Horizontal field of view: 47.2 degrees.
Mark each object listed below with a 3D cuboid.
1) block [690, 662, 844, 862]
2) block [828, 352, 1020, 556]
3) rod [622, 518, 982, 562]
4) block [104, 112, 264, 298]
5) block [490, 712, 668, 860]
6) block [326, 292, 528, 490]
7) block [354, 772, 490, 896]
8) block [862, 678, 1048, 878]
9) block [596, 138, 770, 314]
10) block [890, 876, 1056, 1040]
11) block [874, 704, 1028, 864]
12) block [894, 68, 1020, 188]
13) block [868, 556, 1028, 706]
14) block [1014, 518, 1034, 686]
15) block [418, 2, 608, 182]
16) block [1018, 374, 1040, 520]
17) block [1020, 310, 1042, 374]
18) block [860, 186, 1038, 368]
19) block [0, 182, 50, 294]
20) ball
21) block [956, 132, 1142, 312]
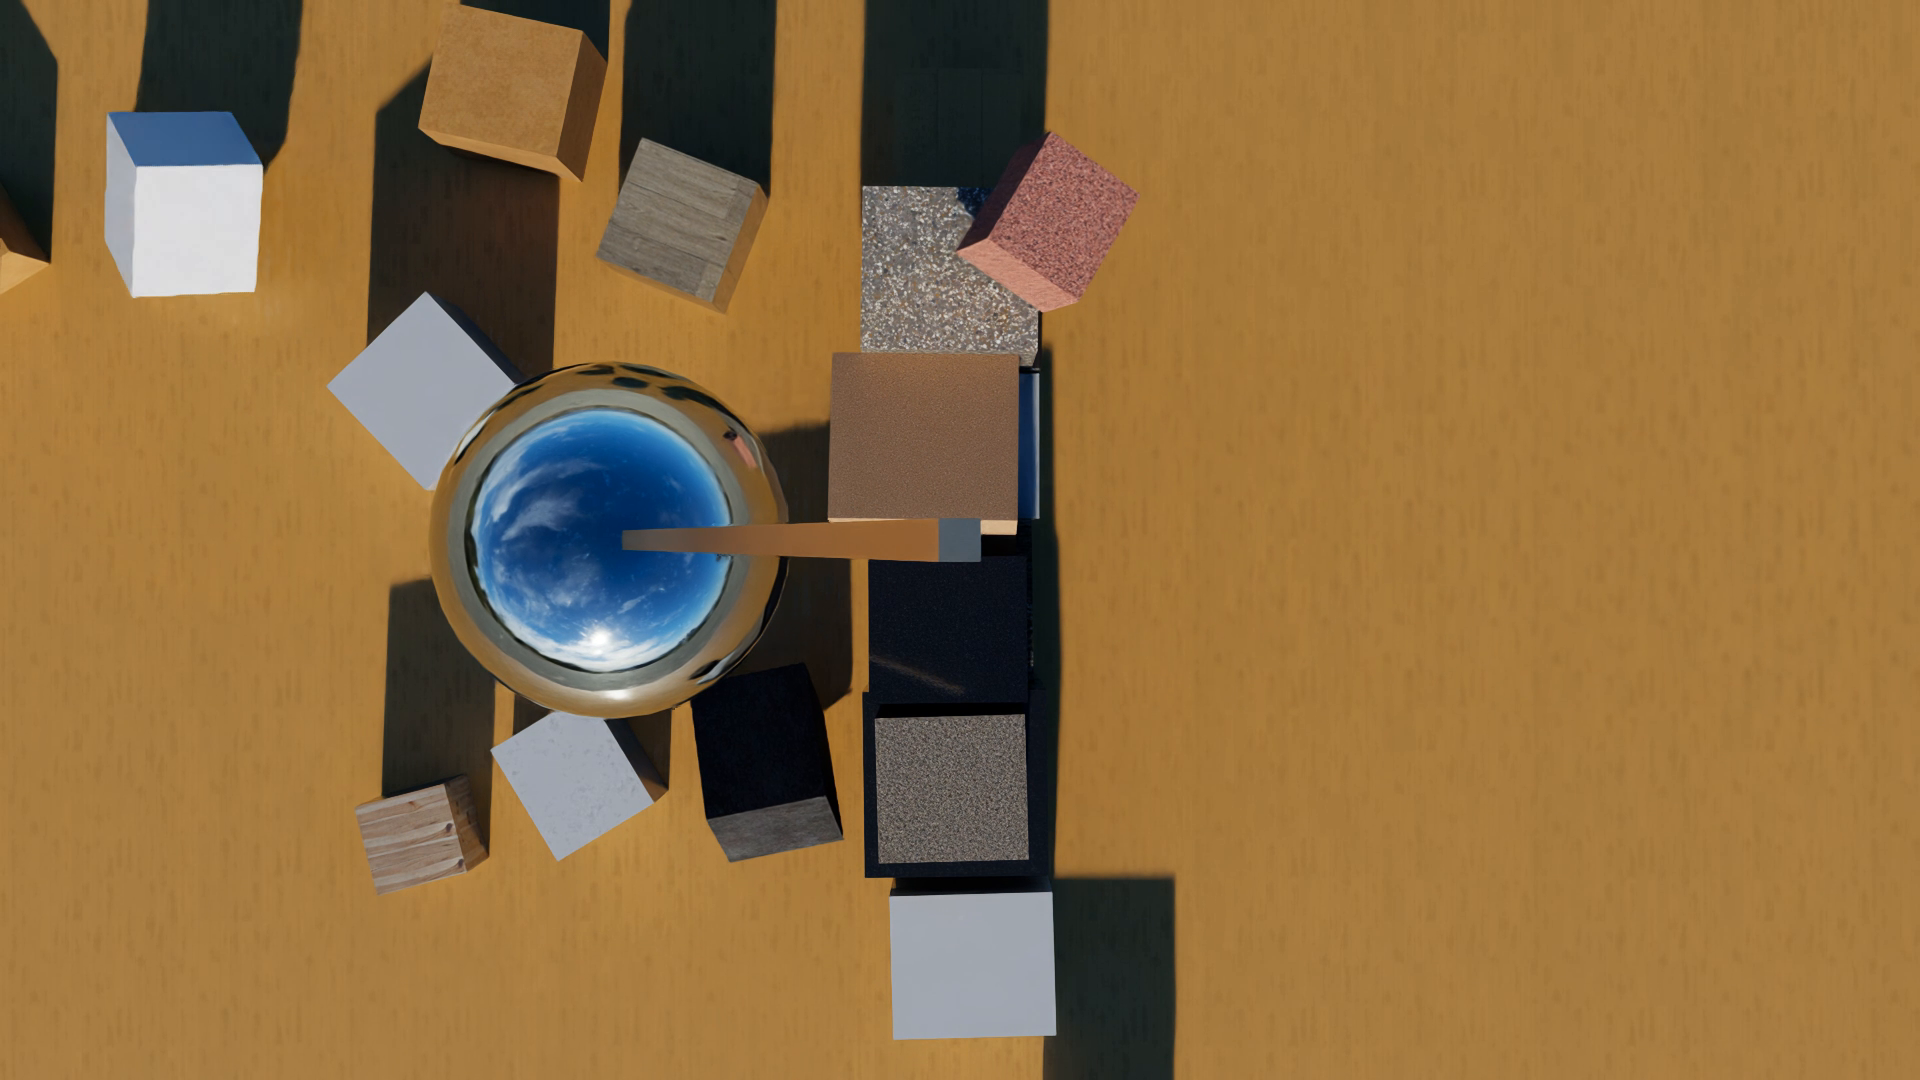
[{"bbox_3d":[-1.097,1.268,12.496,0.667,0.708,0.816,-11,62,0],"label":"block"},{"bbox_3d":[-0.182,-0.433,11.702,0.962,0.970,0.875,1,78,0],"label":"block"},{"bbox_3d":[-0.674,0.000,6.540,0.080,5.200,0.080,0,90,-15],"label":"rod"},{"bbox_3d":[-4.381,-1.898,12.388,0.675,0.666,0.800,-7,129,-32],"label":"block"},{"bbox_3d":[-2.184,1.332,12.690,0.636,0.621,0.735,-31,90,0],"label":"block"},{"bbox_3d":[-2.968,-0.830,12.604,0.766,0.792,0.799,-44,90,0],"label":"block"},{"bbox_3d":[-3.102,1.693,12.709,0.524,0.583,0.518,-15,90,0],"label":"block"},{"bbox_3d":[-0.025,1.338,12.536,1.011,0.929,1.022,-1,90,0],"label":"block"},{"bbox_3d":[-1.584,-1.791,12.647,0.700,0.707,0.719,22,90,0],"label":"block"},{"bbox_3d":[0.070,2.337,12.533,0.895,0.935,0.786,-2,90,0],"label":"block"},{"bbox_3d":[-0.042,1.283,11.705,0.774,0.734,0.748,-2,90,0],"label":"block"},{"bbox_3d":[-0.016,-2.234,12.654,0.714,0.692,0.808,0,90,0],"label":"block"},{"bbox_3d":[-0.063,0.494,11.741,0.821,0.716,0.759,-1,85,0],"label":"block"},{"bbox_3d":[-0.042,0.349,12.565,0.884,0.871,0.919,-1,90,0],"label":"block"},{"bbox_3d":[-2.538,-2.545,12.572,0.781,0.856,0.715,12,90,0],"label":"block"},{"bbox_3d":[0.005,-0.525,12.634,0.874,0.732,0.808,0,90,0],"label":"block"},{"bbox_3d":[0.000,-1.381,12.515,0.896,0.971,0.883,0,90,0],"label":"block"},{"bbox_3d":[-0.050,-1.366,11.566,0.896,0.916,0.822,1,89,0],"label":"block"},{"bbox_3d":[-5.783,-1.760,12.717,0.562,0.565,0.645,-32,90,0],"label":"block"},{"bbox_3d":[-1.555,0.000,9.824,1.600,1.600,1.600,0,90,0],"label":"ball"},{"bbox_3d":[0.430,-1.559,10.850,0.547,0.514,0.624,33,80,-15],"label":"block"}]
